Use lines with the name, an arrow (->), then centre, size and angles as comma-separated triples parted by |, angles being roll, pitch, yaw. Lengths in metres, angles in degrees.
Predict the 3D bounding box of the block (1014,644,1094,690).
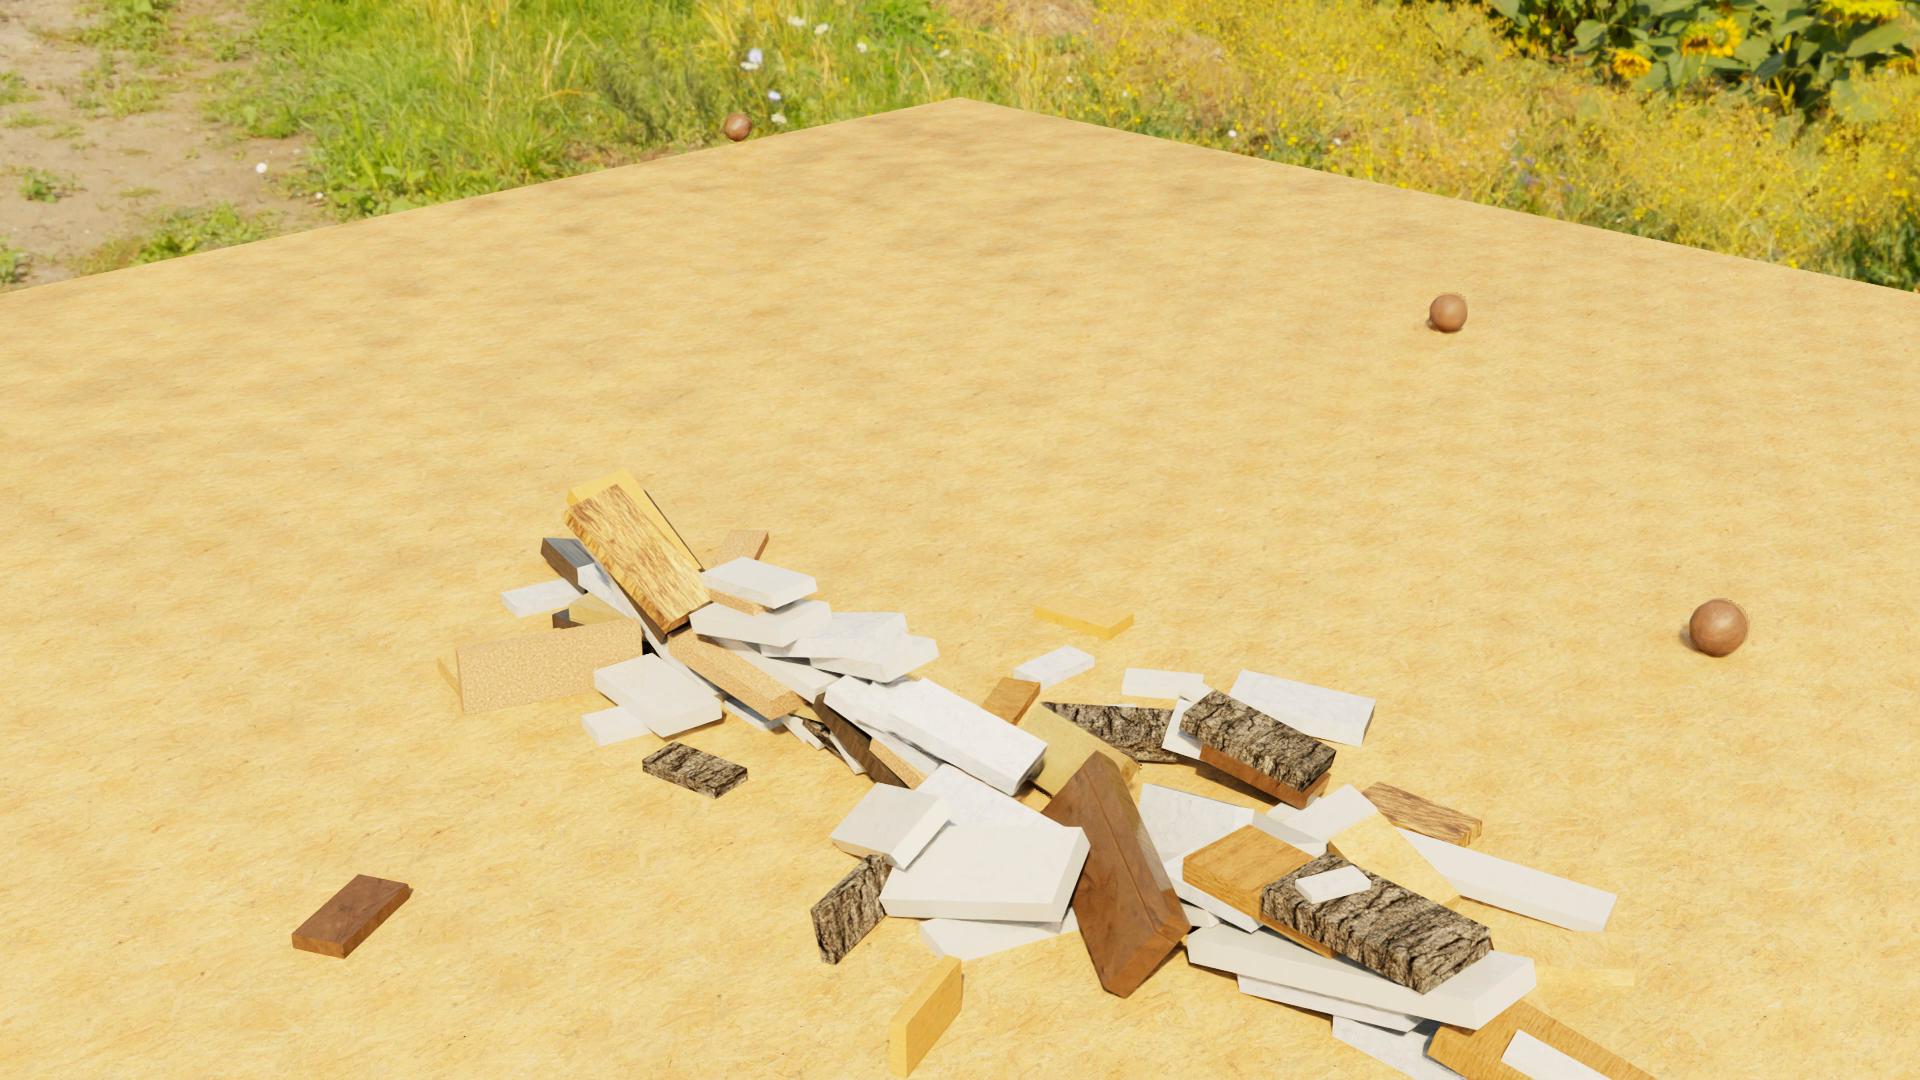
block -> 0.216, 0.292, 5.041 | 0.176, 0.025, 0.088 | -21, 30, -40

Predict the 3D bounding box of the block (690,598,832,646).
block -> -0.428, 0.167, 4.717 | 0.295, 0.042, 0.148 | 6, 25, 44

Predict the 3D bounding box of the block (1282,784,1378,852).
block -> 0.693, 0.563, 4.278 | 0.223, 0.032, 0.112 | -29, 25, -8

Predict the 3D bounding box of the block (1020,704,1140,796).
block -> 0.221, 0.458, 4.514 | 0.292, 0.041, 0.146 | 28, 78, 47

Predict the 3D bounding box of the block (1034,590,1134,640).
block -> 0.298, 0.181, 5.296 | 0.218, 0.031, 0.109 | 17, 28, 34

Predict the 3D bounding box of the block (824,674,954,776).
block -> -0.118, 0.366, 4.518 | 0.296, 0.042, 0.148 | 33, 39, 24

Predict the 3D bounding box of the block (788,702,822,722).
block -> -0.287, 0.359, 4.698 | 0.159, 0.023, 0.080 | 11, 25, 43

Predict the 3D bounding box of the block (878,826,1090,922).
block -> 0.045, 0.612, 4.054 | 0.359, 0.051, 0.180 | -4, 40, 29

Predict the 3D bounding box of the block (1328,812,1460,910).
block -> 0.814, 0.624, 4.134 | 0.120, 0.034, 0.239 | -25, 45, -18

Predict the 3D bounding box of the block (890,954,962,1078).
block -> -0.057, 0.806, 3.725 | 0.030, 0.107, 0.214 | 10, 25, 23

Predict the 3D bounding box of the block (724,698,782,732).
block -> -0.446, 0.377, 4.847 | 0.073, 0.021, 0.146 | -19, 29, -37

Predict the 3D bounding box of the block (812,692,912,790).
block -> -0.158, 0.414, 4.578 | 0.148, 0.042, 0.296 | -21, 55, -40

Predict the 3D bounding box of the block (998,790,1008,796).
block -> 0.104, 0.558, 4.359 | 0.072, 0.020, 0.143 | -22, 51, -41

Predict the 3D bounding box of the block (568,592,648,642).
block -> -0.750, 0.174, 5.182 | 0.310, 0.044, 0.155 | 13, 26, 28

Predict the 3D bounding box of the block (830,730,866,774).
block -> -0.220, 0.441, 4.632 | 0.060, 0.017, 0.121 | -10, 42, -31

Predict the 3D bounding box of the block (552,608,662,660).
block -> -0.805, 0.216, 5.195 | 0.310, 0.044, 0.155 | 20, 30, 39

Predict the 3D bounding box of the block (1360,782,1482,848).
block -> 0.907, 0.559, 4.401 | 0.240, 0.034, 0.120 | 19, 30, 38

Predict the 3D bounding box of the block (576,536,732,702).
block -> -0.655, 0.135, 4.999 | 0.180, 0.051, 0.541 | -23, 65, -37

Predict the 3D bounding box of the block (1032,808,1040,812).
block -> 0.125, 0.558, 4.329 | 0.143, 0.020, 0.072 | 17, 39, 3

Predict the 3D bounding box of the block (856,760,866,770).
block -> -0.154, 0.478, 4.571 | 0.060, 0.017, 0.121 | -21, 46, -40

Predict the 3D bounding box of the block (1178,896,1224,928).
block -> 0.415, 0.666, 4.045 | 0.114, 0.032, 0.229 | -20, 10, -37

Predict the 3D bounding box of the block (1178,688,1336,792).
block -> 0.608, 0.408, 4.491 | 0.288, 0.041, 0.144 | 27, 30, 24

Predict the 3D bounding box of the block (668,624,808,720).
block -> -0.457, 0.266, 4.799 | 0.180, 0.051, 0.359 | -24, 37, -38

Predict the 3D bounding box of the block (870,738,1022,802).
block -> -0.031, 0.475, 4.474 | 0.148, 0.042, 0.296 | -21, 48, -40

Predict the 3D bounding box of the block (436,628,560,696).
block -> -1.031, 0.280, 5.047 | 0.297, 0.042, 0.148 | -13, 26, -28

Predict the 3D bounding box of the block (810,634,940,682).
block -> -0.182, 0.237, 4.585 | 0.139, 0.039, 0.277 | -24, 18, -33

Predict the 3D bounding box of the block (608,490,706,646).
block -> -0.695, 0.058, 4.974 | 0.180, 0.051, 0.359 | -23, 65, -37

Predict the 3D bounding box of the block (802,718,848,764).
block -> -0.254, 0.417, 4.689 | 0.080, 0.023, 0.159 | -23, 49, -41

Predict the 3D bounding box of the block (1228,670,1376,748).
block -> 0.745, 0.367, 4.811 | 0.302, 0.043, 0.151 | 12, 26, 16

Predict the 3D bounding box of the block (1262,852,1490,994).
block -> 0.692, 0.636, 3.681 | 0.172, 0.049, 0.344 | -20, 28, -37

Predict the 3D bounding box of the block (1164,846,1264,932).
block -> 0.473, 0.626, 3.957 | 0.114, 0.032, 0.229 | -21, 30, -38

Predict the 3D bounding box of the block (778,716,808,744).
block -> -0.352, 0.382, 4.782 | 0.073, 0.021, 0.146 | -20, 47, -39

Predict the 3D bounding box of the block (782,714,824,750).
block -> -0.326, 0.385, 4.749 | 0.080, 0.023, 0.159 | -22, 48, -41

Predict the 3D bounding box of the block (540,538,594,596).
block -> -0.920, 0.068, 5.494 | 0.154, 0.044, 0.309 | 3, 18, -32

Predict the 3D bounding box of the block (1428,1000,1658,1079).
block -> 0.956, 0.859, 3.547 | 0.356, 0.050, 0.178 | 29, 36, 24

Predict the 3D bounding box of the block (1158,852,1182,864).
block -> 0.335, 0.623, 4.139 | 0.114, 0.032, 0.229 | -19, 6, -38

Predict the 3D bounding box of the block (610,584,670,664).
block -> -0.649, 0.183, 5.027 | 0.155, 0.044, 0.310 | -22, 65, -37

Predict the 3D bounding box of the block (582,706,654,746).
block -> -0.711, 0.393, 4.799 | 0.203, 0.029, 0.101 | -13, 26, -28
